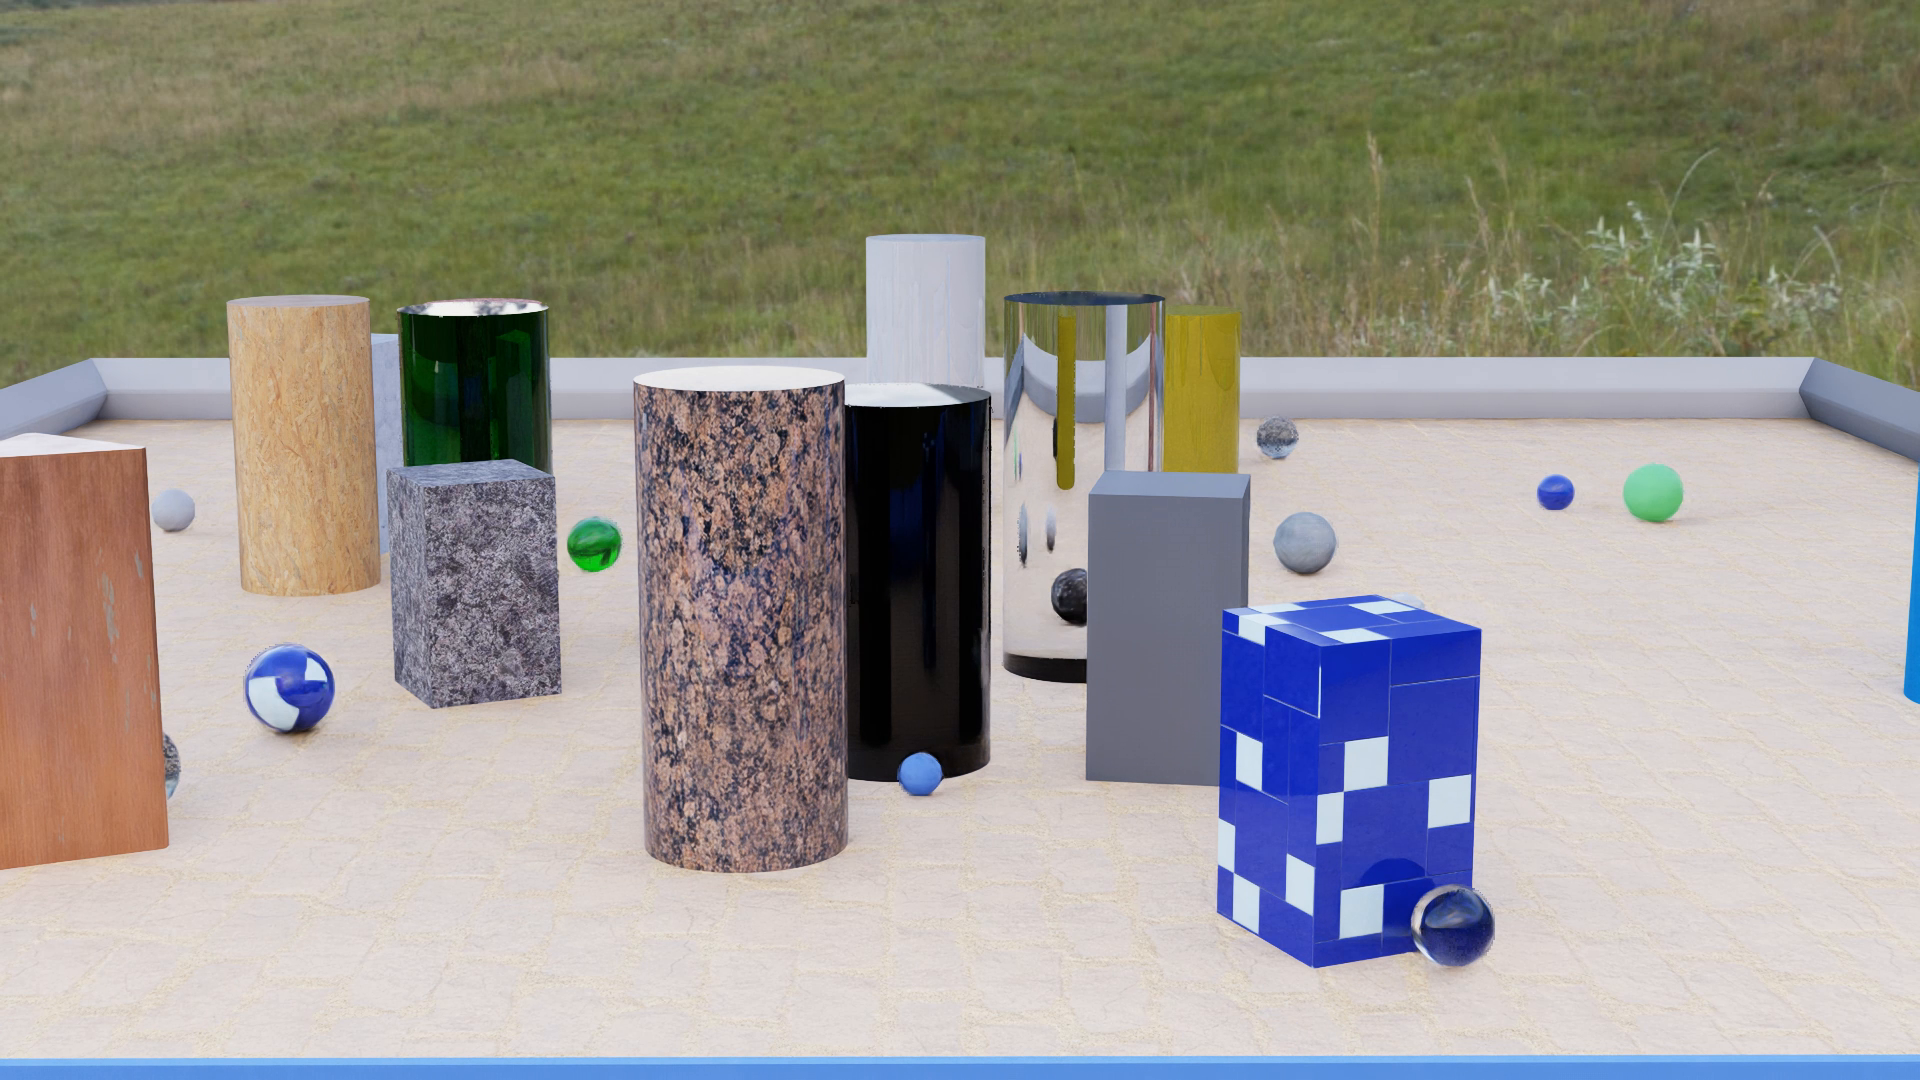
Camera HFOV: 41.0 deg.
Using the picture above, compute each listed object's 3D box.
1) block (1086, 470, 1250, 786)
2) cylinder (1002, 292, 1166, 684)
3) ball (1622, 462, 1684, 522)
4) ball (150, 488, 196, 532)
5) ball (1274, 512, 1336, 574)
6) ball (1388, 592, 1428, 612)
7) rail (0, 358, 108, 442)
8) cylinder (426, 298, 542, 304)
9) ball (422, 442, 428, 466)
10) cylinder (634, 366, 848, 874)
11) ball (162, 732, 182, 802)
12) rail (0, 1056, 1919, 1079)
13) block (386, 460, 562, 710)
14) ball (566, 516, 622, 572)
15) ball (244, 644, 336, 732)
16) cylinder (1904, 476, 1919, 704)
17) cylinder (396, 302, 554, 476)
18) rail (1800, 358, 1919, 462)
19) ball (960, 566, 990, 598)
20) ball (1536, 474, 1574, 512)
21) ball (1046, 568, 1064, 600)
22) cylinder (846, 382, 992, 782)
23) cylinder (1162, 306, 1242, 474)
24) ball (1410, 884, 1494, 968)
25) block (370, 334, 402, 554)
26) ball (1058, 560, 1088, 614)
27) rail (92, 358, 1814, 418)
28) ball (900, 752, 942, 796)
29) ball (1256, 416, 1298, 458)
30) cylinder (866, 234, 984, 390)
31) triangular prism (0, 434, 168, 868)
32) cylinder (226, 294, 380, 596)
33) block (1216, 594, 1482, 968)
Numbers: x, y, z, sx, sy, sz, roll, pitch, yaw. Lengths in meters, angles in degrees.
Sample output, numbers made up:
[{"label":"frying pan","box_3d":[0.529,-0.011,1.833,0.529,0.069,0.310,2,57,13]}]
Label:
[{"label":"block","box_3d":[0.218,0.089,2.675,0.155,0.299,0.155,2,11,9]},{"label":"cylinder","box_3d":[0.149,-0.068,3.107,0.193,0.450,0.193,0,11,0]},{"label":"ball","box_3d":[1.114,-0.076,4.123,0.095,0.095,0.095,0,11,0]},{"label":"ball","box_3d":[-1.238,-0.047,4.038,0.068,0.068,0.068,0,11,0]},{"label":"ball","box_3d":[0.498,0.004,3.705,0.090,0.090,0.090,0,11,0]},{"label":"ball","box_3d":[0.564,0.099,3.264,0.064,0.064,0.064,0,11,0]},{"label":"rail","box_3d":[-1.760,0.034,3.439,0.045,0.126,3.801,0,11,0]},{"label":"cylinder","box_3d":[-0.788,-0.225,4.262,0.193,0.336,0.193,0,11,0]},{"label":"ball","box_3d":[-0.918,-0.120,4.358,0.095,0.095,0.095,0,11,0]},{"label":"cylinder","box_3d":[-0.202,0.069,2.392,0.193,0.442,0.193,0,11,0]},{"label":"ball","box_3d":[-0.811,0.224,2.513,0.093,0.093,0.093,0,11,0]},{"label":"rail","box_3d":[0.011,0.375,1.604,3.568,0.126,0.045,0,11,0]},{"label":"block","box_3d":[-0.571,0.048,3.012,0.155,0.257,0.155,-6,12,-27]},{"label":"ball","box_3d":[-0.530,0.006,3.722,0.079,0.079,0.079,0,11,0]},{"label":"ball","box_3d":[-0.738,0.164,2.826,0.097,0.097,0.097,0,11,0]},{"label":"cylinder","box_3d":[1.198,0.038,2.951,0.193,0.299,0.193,0,11,0]},{"label":"cylinder","box_3d":[-0.630,-0.096,3.359,0.193,0.414,0.193,0,11,0]},{"label":"rail","box_3d":[1.760,0.030,3.459,0.045,0.126,3.801,0,11,0]},{"label":"ball","box_3d":[0.021,0.058,3.540,0.043,0.043,0.043,0,11,0]},{"label":"ball","box_3d":[0.981,-0.079,4.227,0.062,0.062,0.062,0,11,0]},{"label":"ball","box_3d":[0.141,0.061,3.521,0.045,0.045,0.045,0,11,0]},{"label":"cylinder","box_3d":[-0.064,0.040,2.693,0.193,0.389,0.193,0,11,0]},{"label":"cylinder","box_3d":[0.399,-0.258,4.542,0.193,0.299,0.193,0,11,0]},{"label":"ball","box_3d":[0.402,0.315,2.094,0.067,0.067,0.067,0,11,0]},{"label":"block","box_3d":[-0.926,-0.149,3.906,0.155,0.317,0.155,3,11,16]},{"label":"ball","box_3d":[0.168,0.062,3.441,0.072,0.072,0.072,0,11,0]},{"label":"rail","box_3d":[-0.011,-0.311,5.295,3.568,0.126,0.045,0,11,0]},{"label":"ball","box_3d":[-0.039,0.236,2.585,0.043,0.043,0.043,0,11,0]},{"label":"ball","box_3d":[0.592,-0.191,4.789,0.078,0.078,0.078,0,11,0]},{"label":"cylinder","box_3d":[-0.056,-0.268,4.190,0.193,0.448,0.193,0,11,0]},{"label":"triangular prism","box_3d":[-0.852,0.097,2.409,0.167,0.380,0.145,-5,12,-26]},{"label":"cylinder","box_3d":[-0.921,-0.136,3.608,0.193,0.400,0.193,0,11,0]},{"label":"block","box_3d":[0.326,0.198,2.168,0.155,0.269,0.155,-5,12,-24]}]
